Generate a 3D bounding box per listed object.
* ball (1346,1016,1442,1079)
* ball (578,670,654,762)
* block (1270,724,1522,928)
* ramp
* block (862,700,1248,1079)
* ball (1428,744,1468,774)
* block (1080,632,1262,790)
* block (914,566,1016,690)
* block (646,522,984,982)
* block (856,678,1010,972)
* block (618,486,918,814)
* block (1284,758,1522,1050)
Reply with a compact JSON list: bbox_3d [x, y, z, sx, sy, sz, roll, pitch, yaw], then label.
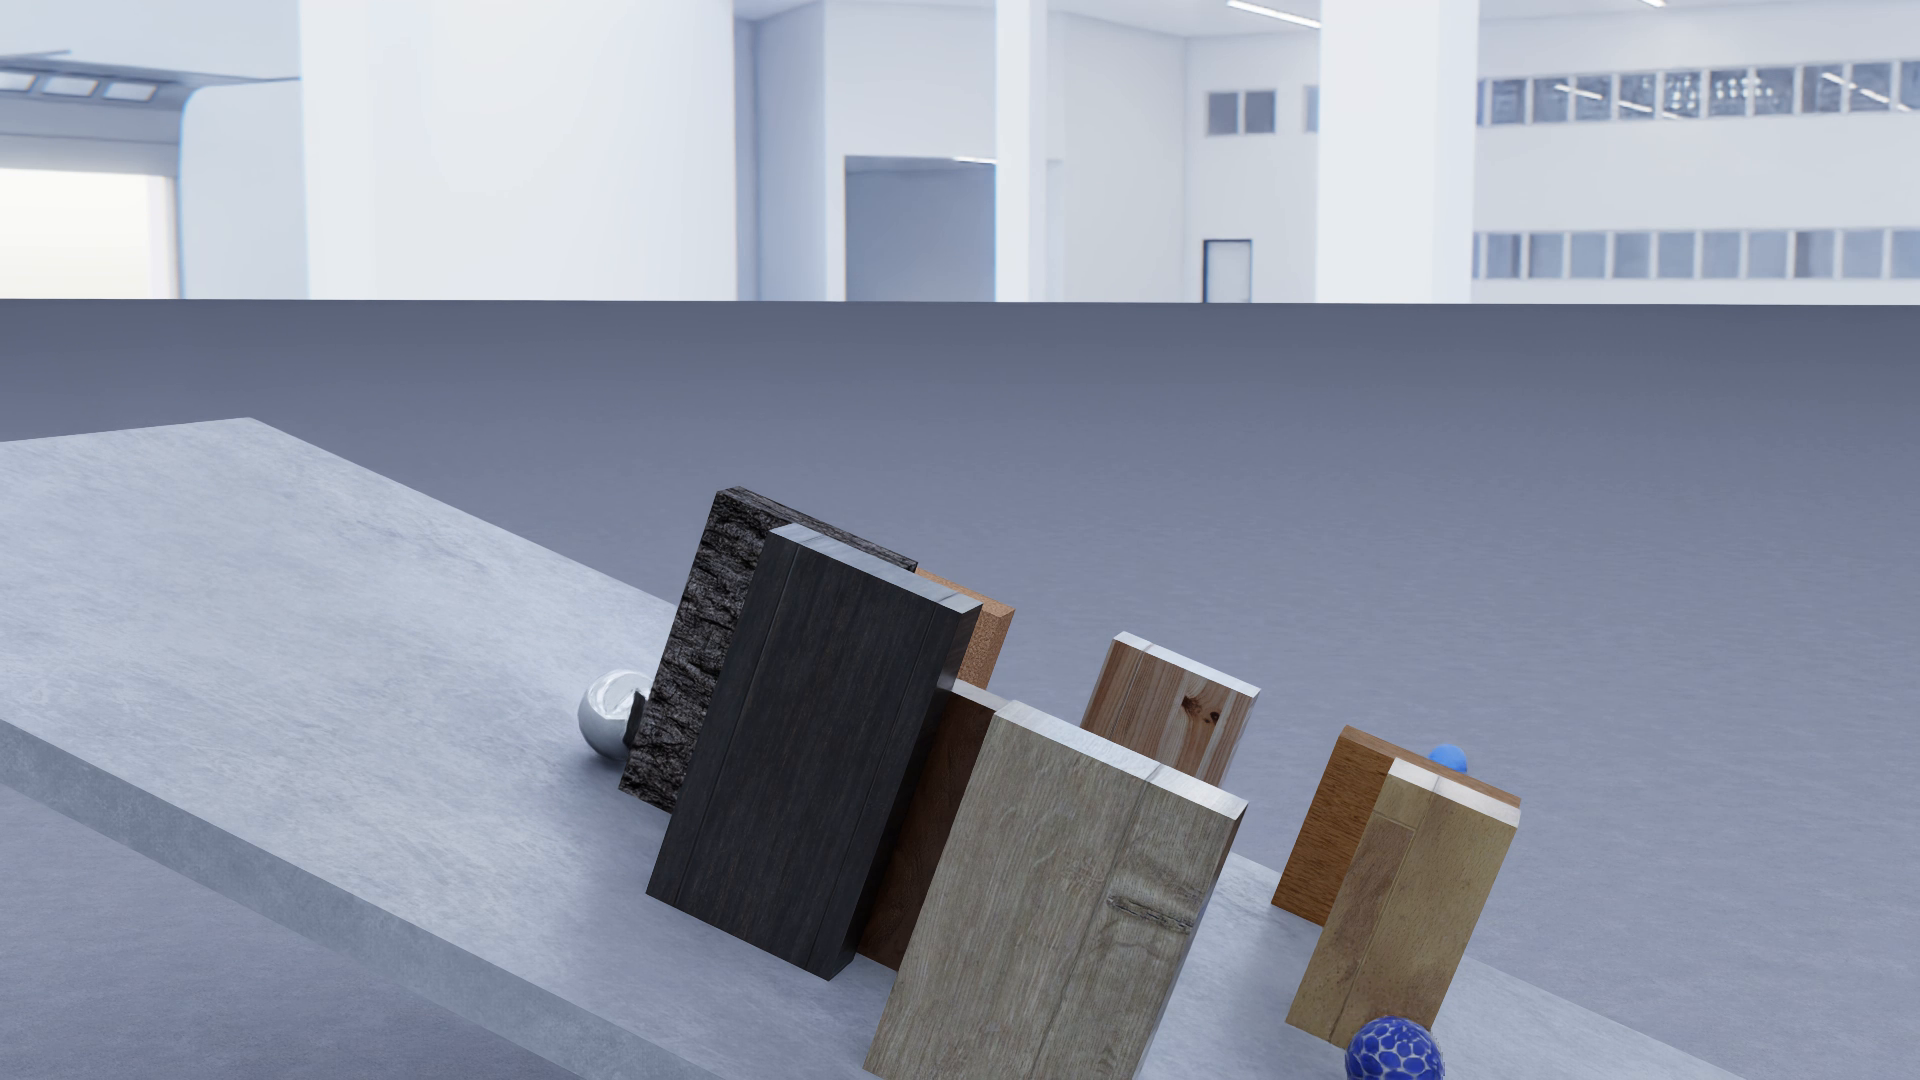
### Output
[{"bbox_3d":[0.741,0.897,3.758,0.163,0.163,0.163,0,7,0],"label":"ball"},{"bbox_3d":[-0.643,0.336,4.212,0.176,0.176,0.176,0,7,0],"label":"ball"},{"bbox_3d":[0.930,0.666,4.703,0.396,0.402,0.121,23,13,13],"label":"block"},{"bbox_3d":[-0.329,0.600,4.208,4.000,0.100,2.000,23,13,13],"label":"ramp"},{"bbox_3d":[0.139,0.597,3.303,0.384,0.600,0.115,23,13,13],"label":"block"},{"bbox_3d":[1.778,0.815,8.021,0.143,0.143,0.143,0,7,0],"label":"ball"},{"bbox_3d":[0.352,0.481,4.308,0.292,0.527,0.093,23,13,13],"label":"block"},{"bbox_3d":[-0.134,0.270,4.756,0.377,0.403,0.123,23,13,13],"label":"block"},{"bbox_3d":[-0.245,0.348,3.636,0.349,0.662,0.119,23,13,13],"label":"block"},{"bbox_3d":[-0.022,0.499,3.729,0.284,0.493,0.085,23,13,13],"label":"block"},{"bbox_3d":[-0.356,0.252,4.029,0.371,0.599,0.103,23,13,13],"label":"block"},{"bbox_3d":[0.825,0.703,4.101,0.247,0.521,0.137,23,13,13],"label":"block"}]
